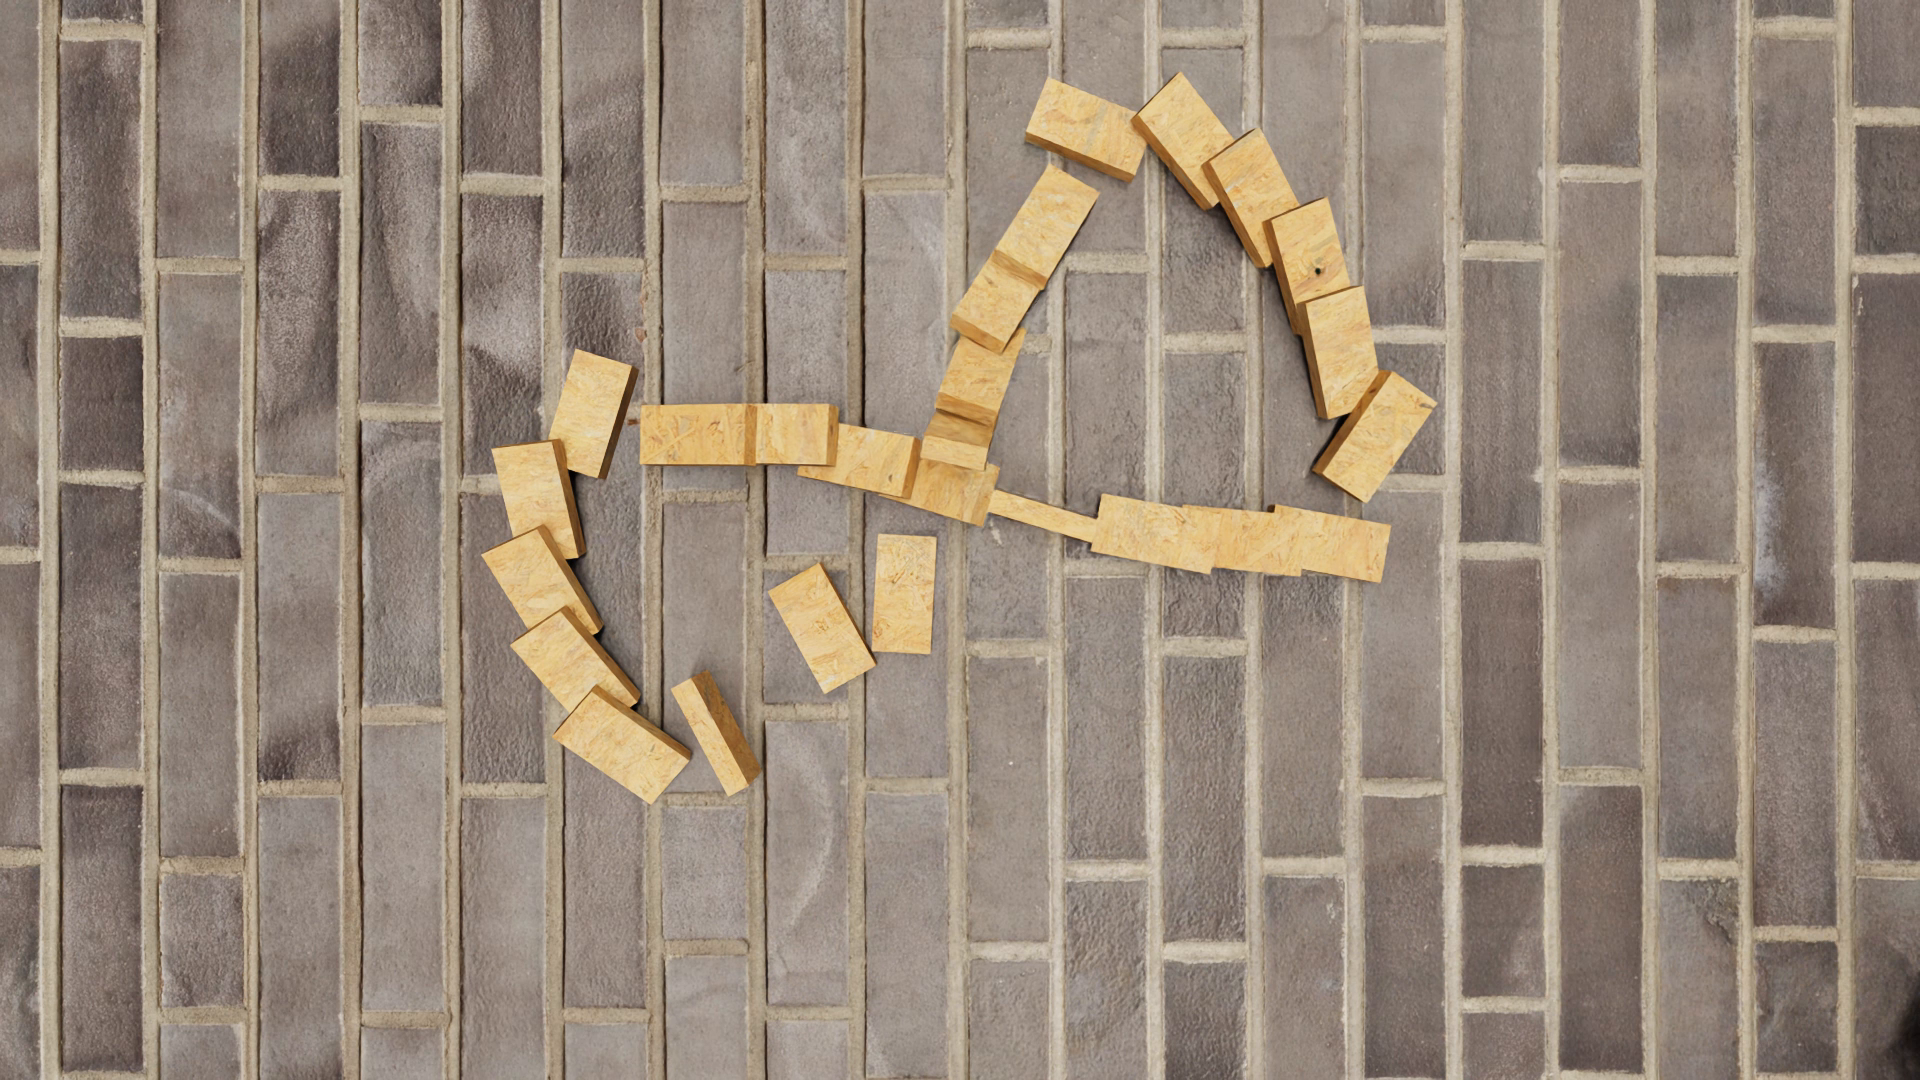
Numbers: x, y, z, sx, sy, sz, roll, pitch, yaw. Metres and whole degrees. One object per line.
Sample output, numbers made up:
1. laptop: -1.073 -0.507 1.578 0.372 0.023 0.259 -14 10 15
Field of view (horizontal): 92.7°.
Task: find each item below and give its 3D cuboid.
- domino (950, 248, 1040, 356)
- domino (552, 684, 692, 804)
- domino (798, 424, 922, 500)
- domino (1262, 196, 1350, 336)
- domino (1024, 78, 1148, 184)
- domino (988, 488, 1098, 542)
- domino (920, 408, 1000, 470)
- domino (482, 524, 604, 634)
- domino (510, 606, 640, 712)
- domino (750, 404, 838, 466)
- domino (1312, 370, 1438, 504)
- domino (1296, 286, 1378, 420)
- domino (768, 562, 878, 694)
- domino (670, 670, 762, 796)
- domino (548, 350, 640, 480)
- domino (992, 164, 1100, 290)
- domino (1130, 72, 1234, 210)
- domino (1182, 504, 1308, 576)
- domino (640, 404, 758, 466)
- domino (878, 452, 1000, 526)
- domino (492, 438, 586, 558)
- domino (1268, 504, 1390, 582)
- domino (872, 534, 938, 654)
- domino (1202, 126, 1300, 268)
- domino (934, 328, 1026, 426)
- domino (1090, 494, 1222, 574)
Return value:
1. domino: 0.019 -0.104 0.386 0.025 0.009 0.050 30 68 0
2. domino: -0.143 0.087 0.389 0.050 0.010 0.025 41 91 -15
3. domino: -0.042 -0.035 0.387 0.050 0.010 0.025 13 90 21
4. domino: 0.148 -0.115 0.388 0.025 0.009 0.050 -23 106 0
5. domino: 0.056 -0.177 0.395 0.050 0.009 0.025 22 90 0
6. domino: 0.032 -0.012 0.387 0.050 0.025 0.009 17 95 0
7. domino: 0.001 -0.045 0.375 0.025 0.050 0.009 13 118 2
8. domino: -0.176 0.021 0.388 0.025 0.010 0.050 -25 107 -1
9. domino: -0.162 0.055 0.389 0.025 0.010 0.050 -34 106 0
10. domino: -0.077 -0.044 0.388 0.050 0.009 0.025 3 90 18
11. domino: 0.176 -0.044 0.389 0.025 0.010 0.050 30 99 -12
12. domino: 0.161 -0.079 0.389 0.025 0.010 0.050 -18 105 -1
13. domino: -0.059 0.038 0.395 0.025 0.009 0.050 -29 90 0
14. domino: -0.102 0.081 0.388 0.010 0.025 0.050 -28 90 0
15. domino: -0.159 -0.054 0.395 0.025 0.009 0.050 17 90 0
16. domino: 0.036 -0.133 0.388 0.025 0.010 0.050 30 72 0
17. domino: 0.099 -0.169 0.389 0.025 0.009 0.050 -46 105 0
18. domino: 0.119 0.000 0.389 0.050 0.010 0.025 6 90 15
19. domino: -0.111 -0.044 0.388 0.050 0.010 0.025 2 90 17
20. domino: -0.009 -0.024 0.381 0.050 0.010 0.025 18 92 35
21. domino: -0.178 -0.016 0.389 0.025 0.009 0.050 -7 105 0
22. domino: 0.157 0.002 0.395 0.050 0.010 0.025 10 90 0
23. domino: -0.024 0.023 0.395 0.025 0.010 0.050 3 90 0
24. domino: 0.126 -0.144 0.389 0.025 0.010 0.050 -35 106 0
25. domino: 0.009 -0.072 0.382 0.025 0.010 0.050 19 55 0
26. domino: 0.083 -0.003 0.389 0.050 0.009 0.025 11 91 15
